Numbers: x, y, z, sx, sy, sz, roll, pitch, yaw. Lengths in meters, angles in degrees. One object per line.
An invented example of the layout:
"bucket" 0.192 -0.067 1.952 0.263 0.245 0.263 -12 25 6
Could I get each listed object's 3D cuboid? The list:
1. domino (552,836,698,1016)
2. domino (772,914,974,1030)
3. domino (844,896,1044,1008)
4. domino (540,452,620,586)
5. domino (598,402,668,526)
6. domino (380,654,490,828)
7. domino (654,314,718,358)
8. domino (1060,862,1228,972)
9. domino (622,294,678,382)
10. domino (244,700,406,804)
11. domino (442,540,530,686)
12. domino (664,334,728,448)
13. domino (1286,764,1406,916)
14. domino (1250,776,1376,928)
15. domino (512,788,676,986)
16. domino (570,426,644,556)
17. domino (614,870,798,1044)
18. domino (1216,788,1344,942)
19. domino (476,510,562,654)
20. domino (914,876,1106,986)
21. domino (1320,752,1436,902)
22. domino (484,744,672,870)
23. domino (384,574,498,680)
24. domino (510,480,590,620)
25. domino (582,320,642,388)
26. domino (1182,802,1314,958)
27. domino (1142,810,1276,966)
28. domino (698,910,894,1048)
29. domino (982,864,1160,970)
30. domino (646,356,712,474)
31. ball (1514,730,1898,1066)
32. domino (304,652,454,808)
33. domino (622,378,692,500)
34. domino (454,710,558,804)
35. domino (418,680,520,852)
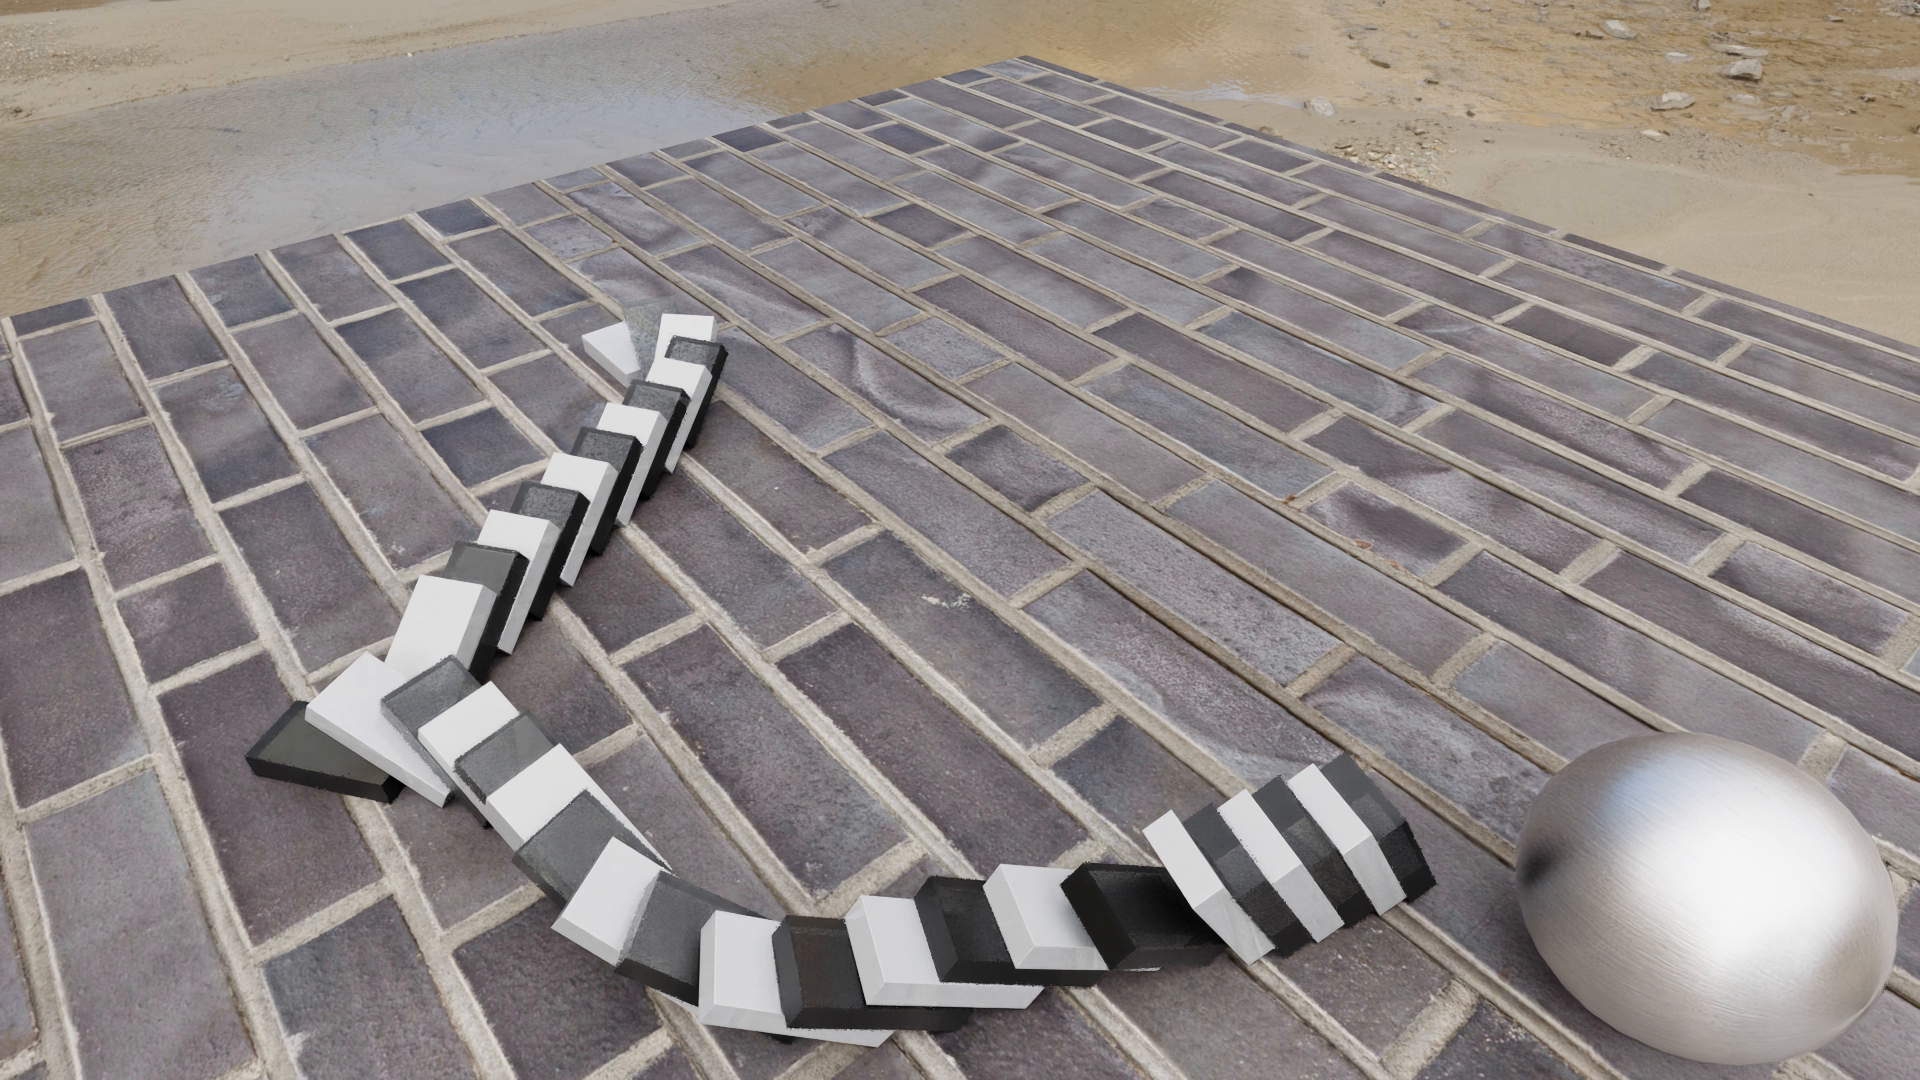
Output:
"domino" -0.080 0.105 0.295 0.050 0.010 0.025 36 41 -9
"domino" -0.023 0.113 0.286 0.050 0.010 0.025 17 32 -32
"domino" -0.004 0.109 0.291 0.050 0.010 0.025 17 30 -32
"domino" -0.157 -0.009 0.436 0.025 0.010 0.050 11 70 13
"domino" -0.145 -0.032 0.464 0.025 0.010 0.050 11 70 13
"domino" -0.156 0.063 0.348 0.050 0.009 0.025 46 51 5
"domino" -0.132 -0.083 0.524 0.025 0.009 0.050 3 71 1
"domino" 0.050 0.101 0.295 0.050 0.009 0.025 21 27 -46
"domino" -0.147 -0.095 0.539 0.025 0.009 0.050 -15 74 -18
"domino" -0.202 0.069 0.359 0.050 0.010 0.025 8 40 10
"domino" -0.176 0.027 0.392 0.025 0.009 0.050 9 69 12
"domino" -0.128 -0.069 0.508 0.025 0.010 0.050 12 71 12
"domino" 0.109 0.085 0.309 0.009 0.050 0.025 -37 44 3
"domino" 0.099 0.087 0.306 0.009 0.050 0.025 -37 44 3
"domino" -0.097 0.097 0.307 0.050 0.009 0.025 43 49 3
"domino" -0.151 -0.021 0.450 0.025 0.009 0.050 11 70 13
"domino" -0.062 0.110 0.289 0.050 0.010 0.025 30 38 -15
"domino" 0.089 0.090 0.303 0.010 0.050 0.025 -37 44 3
"domino" -0.170 0.015 0.407 0.025 0.010 0.050 10 69 13
"domino" 0.014 0.105 0.296 0.050 0.009 0.025 16 30 -32
"domino" 0.119 0.082 0.313 0.010 0.050 0.025 -37 44 3
"domino" -0.111 0.087 0.319 0.050 0.010 0.025 46 52 5
"domino" -0.181 0.038 0.378 0.025 0.010 0.050 8 69 12
"domino" -0.164 0.003 0.421 0.025 0.009 0.050 11 69 13
"domino" -0.169 -0.094 0.558 0.025 0.010 0.050 -28 47 -30
"domino" 0.079 0.093 0.299 0.009 0.050 0.025 -37 44 3
"domino" 0.068 0.095 0.297 0.009 0.050 0.025 -37 44 3
"domino" -0.042 0.114 0.285 0.050 0.009 0.025 21 33 -26
"domino" 0.033 0.103 0.299 0.050 0.010 0.025 15 30 -32
"domino" -0.133 -0.057 0.493 0.025 0.010 0.050 13 72 14
"ball" 0.186 0.089 0.279 0.080 0.080 0.080 0 39 0
"domino" -0.178 0.060 0.351 0.050 0.009 0.025 35 43 -5
"domino" -0.139 -0.044 0.479 0.025 0.009 0.050 12 71 14
"domino" -0.124 0.078 0.330 0.050 0.010 0.025 46 52 5
"domino" -0.139 0.071 0.338 0.050 0.010 0.025 46 52 6
